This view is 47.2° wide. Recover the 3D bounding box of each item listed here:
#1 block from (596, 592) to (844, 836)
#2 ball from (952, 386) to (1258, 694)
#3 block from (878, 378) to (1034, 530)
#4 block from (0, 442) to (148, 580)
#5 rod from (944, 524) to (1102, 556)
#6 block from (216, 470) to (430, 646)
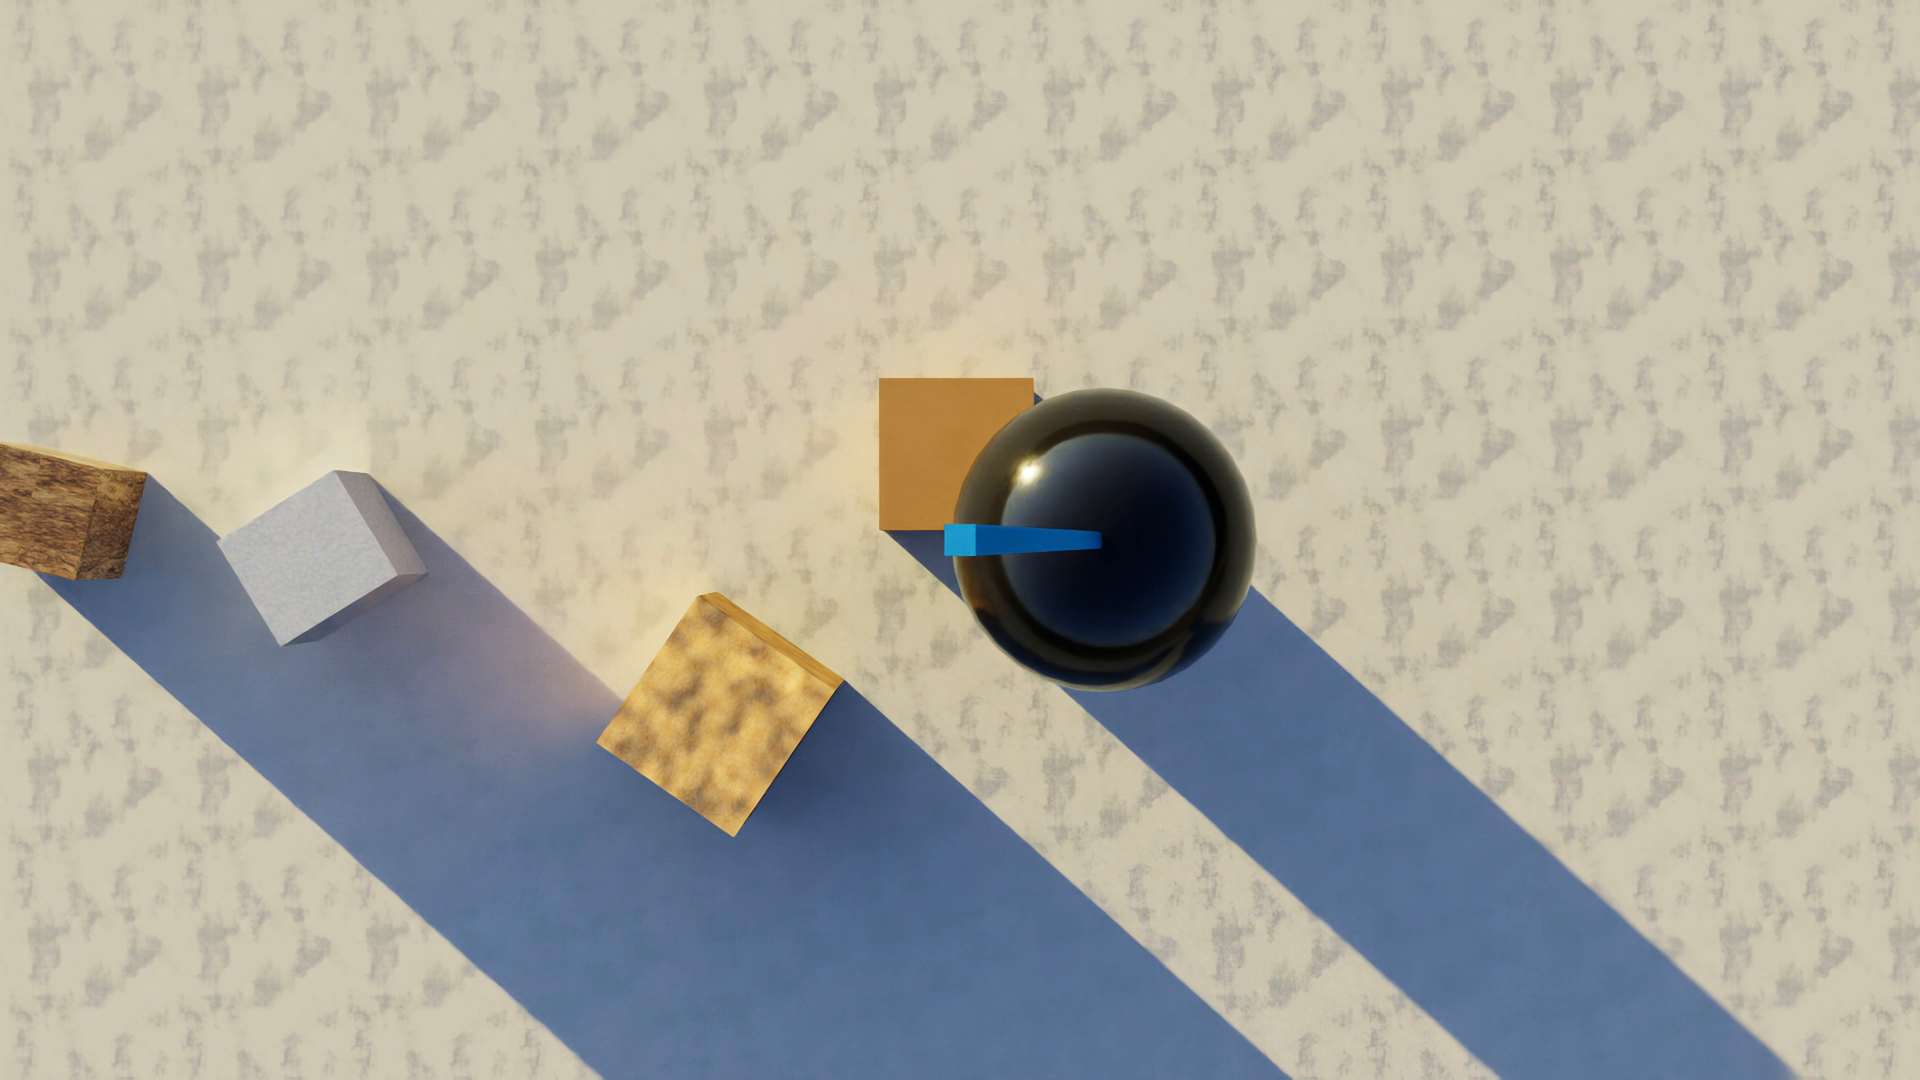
[{"bbox_3d":[-1.337,0.966,12.514,0.915,0.972,0.976,35,90,0],"label":"block"},{"bbox_3d":[0.753,0.000,11.525,1.600,1.600,1.600,0,90,0],"label":"ball"},{"bbox_3d":[-0.020,-0.479,12.623,0.862,0.753,0.848,0,90,0],"label":"block"},{"bbox_3d":[-5.210,-0.167,12.657,0.681,0.686,0.645,14,90,0],"label":"block"},{"bbox_3d":[0.326,0.000,8.152,0.080,5.200,0.080,0,90,7],"label":"rod"},{"bbox_3d":[-3.646,0.101,12.639,0.770,0.722,0.690,-32,90,0],"label":"block"}]
